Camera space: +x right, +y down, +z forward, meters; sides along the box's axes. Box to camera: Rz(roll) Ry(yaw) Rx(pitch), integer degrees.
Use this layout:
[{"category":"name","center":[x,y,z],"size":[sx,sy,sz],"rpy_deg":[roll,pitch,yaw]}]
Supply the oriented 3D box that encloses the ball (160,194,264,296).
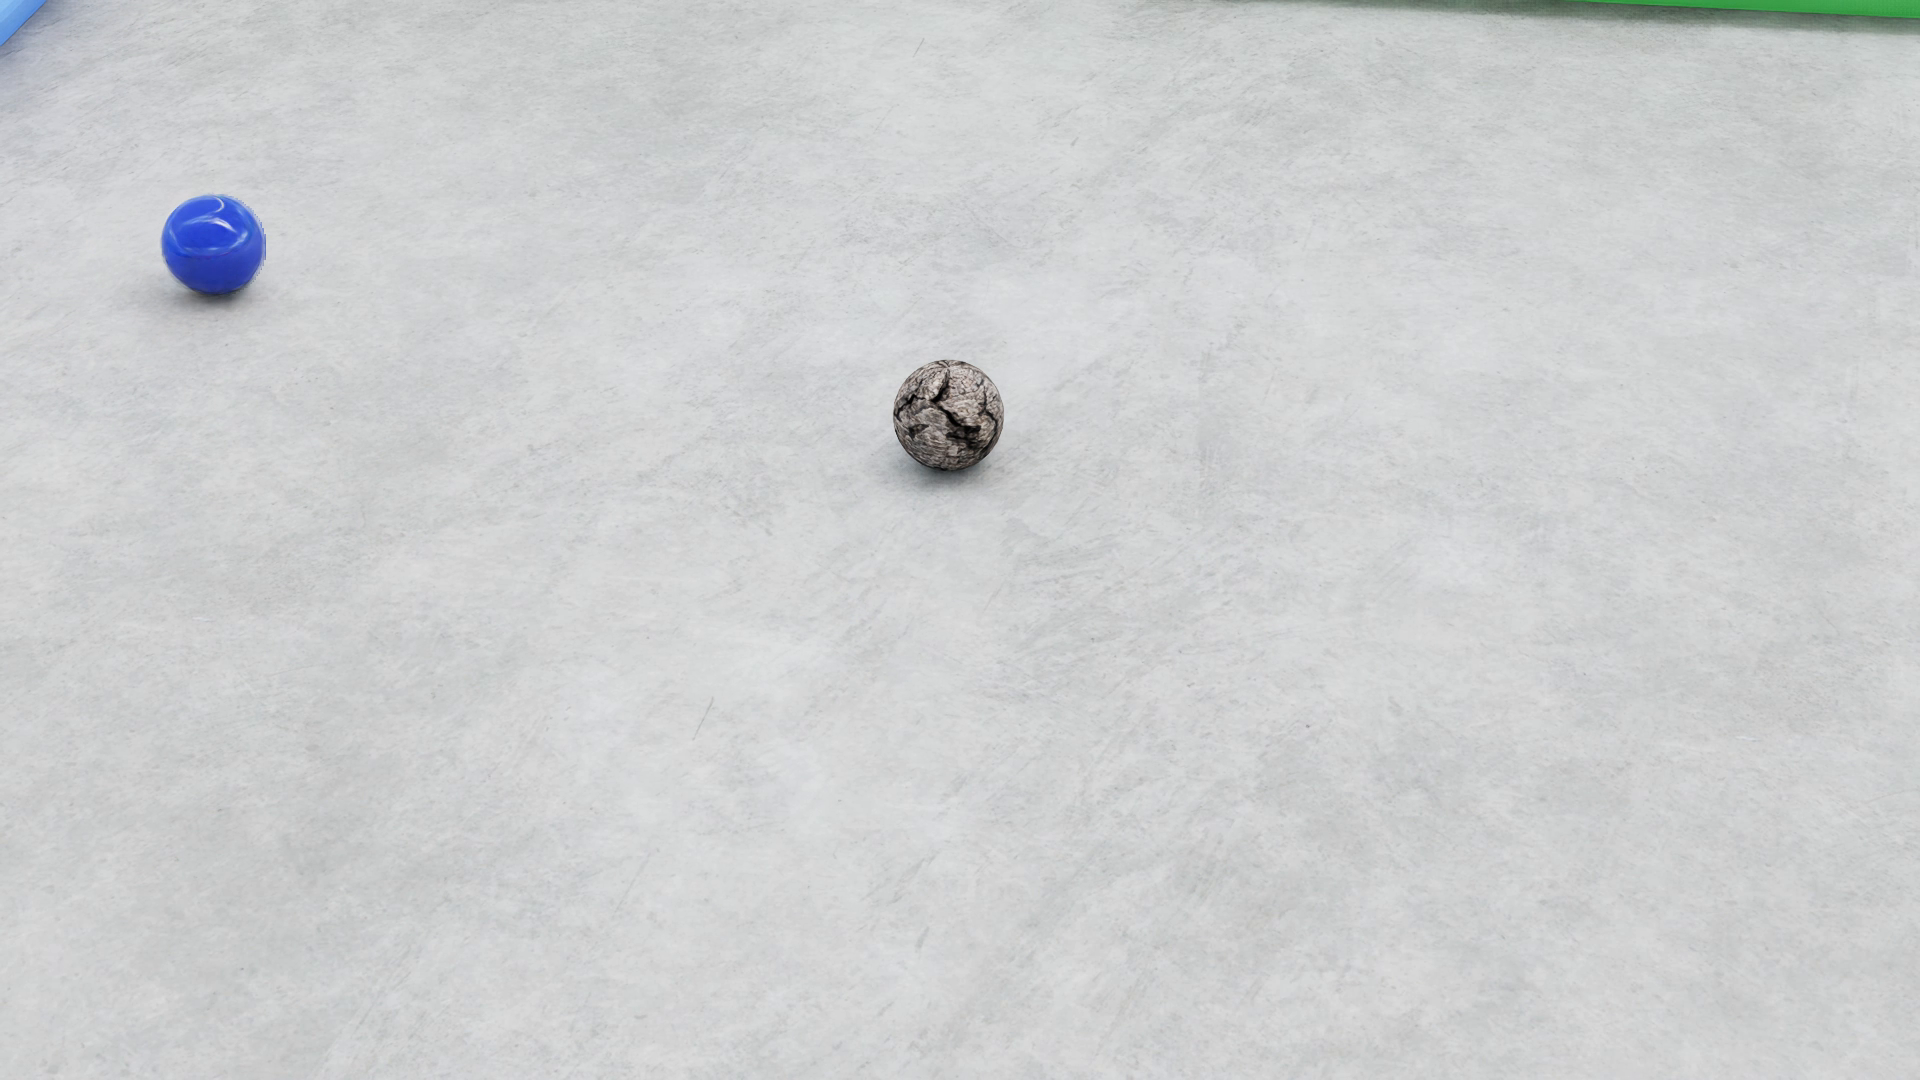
[{"category":"ball","center":[-0.592,-0.234,2.031],"size":[0.079,0.079,0.079],"rpy_deg":[0,36,0]}]

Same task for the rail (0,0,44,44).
[{"category":"rail","center":[-0.976,-0.090,1.795],"size":[0.045,0.119,2.049],"rpy_deg":[4,36,6]}]

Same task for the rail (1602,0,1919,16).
[{"category":"rail","center":[1.122,-0.527,2.405],"size":[4.028,0.119,0.045],"rpy_deg":[4,36,6]}]

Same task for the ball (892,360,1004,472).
[{"category":"ball","center":[-0.008,-0.089,1.828],"size":[0.080,0.080,0.080],"rpy_deg":[0,36,0]}]
